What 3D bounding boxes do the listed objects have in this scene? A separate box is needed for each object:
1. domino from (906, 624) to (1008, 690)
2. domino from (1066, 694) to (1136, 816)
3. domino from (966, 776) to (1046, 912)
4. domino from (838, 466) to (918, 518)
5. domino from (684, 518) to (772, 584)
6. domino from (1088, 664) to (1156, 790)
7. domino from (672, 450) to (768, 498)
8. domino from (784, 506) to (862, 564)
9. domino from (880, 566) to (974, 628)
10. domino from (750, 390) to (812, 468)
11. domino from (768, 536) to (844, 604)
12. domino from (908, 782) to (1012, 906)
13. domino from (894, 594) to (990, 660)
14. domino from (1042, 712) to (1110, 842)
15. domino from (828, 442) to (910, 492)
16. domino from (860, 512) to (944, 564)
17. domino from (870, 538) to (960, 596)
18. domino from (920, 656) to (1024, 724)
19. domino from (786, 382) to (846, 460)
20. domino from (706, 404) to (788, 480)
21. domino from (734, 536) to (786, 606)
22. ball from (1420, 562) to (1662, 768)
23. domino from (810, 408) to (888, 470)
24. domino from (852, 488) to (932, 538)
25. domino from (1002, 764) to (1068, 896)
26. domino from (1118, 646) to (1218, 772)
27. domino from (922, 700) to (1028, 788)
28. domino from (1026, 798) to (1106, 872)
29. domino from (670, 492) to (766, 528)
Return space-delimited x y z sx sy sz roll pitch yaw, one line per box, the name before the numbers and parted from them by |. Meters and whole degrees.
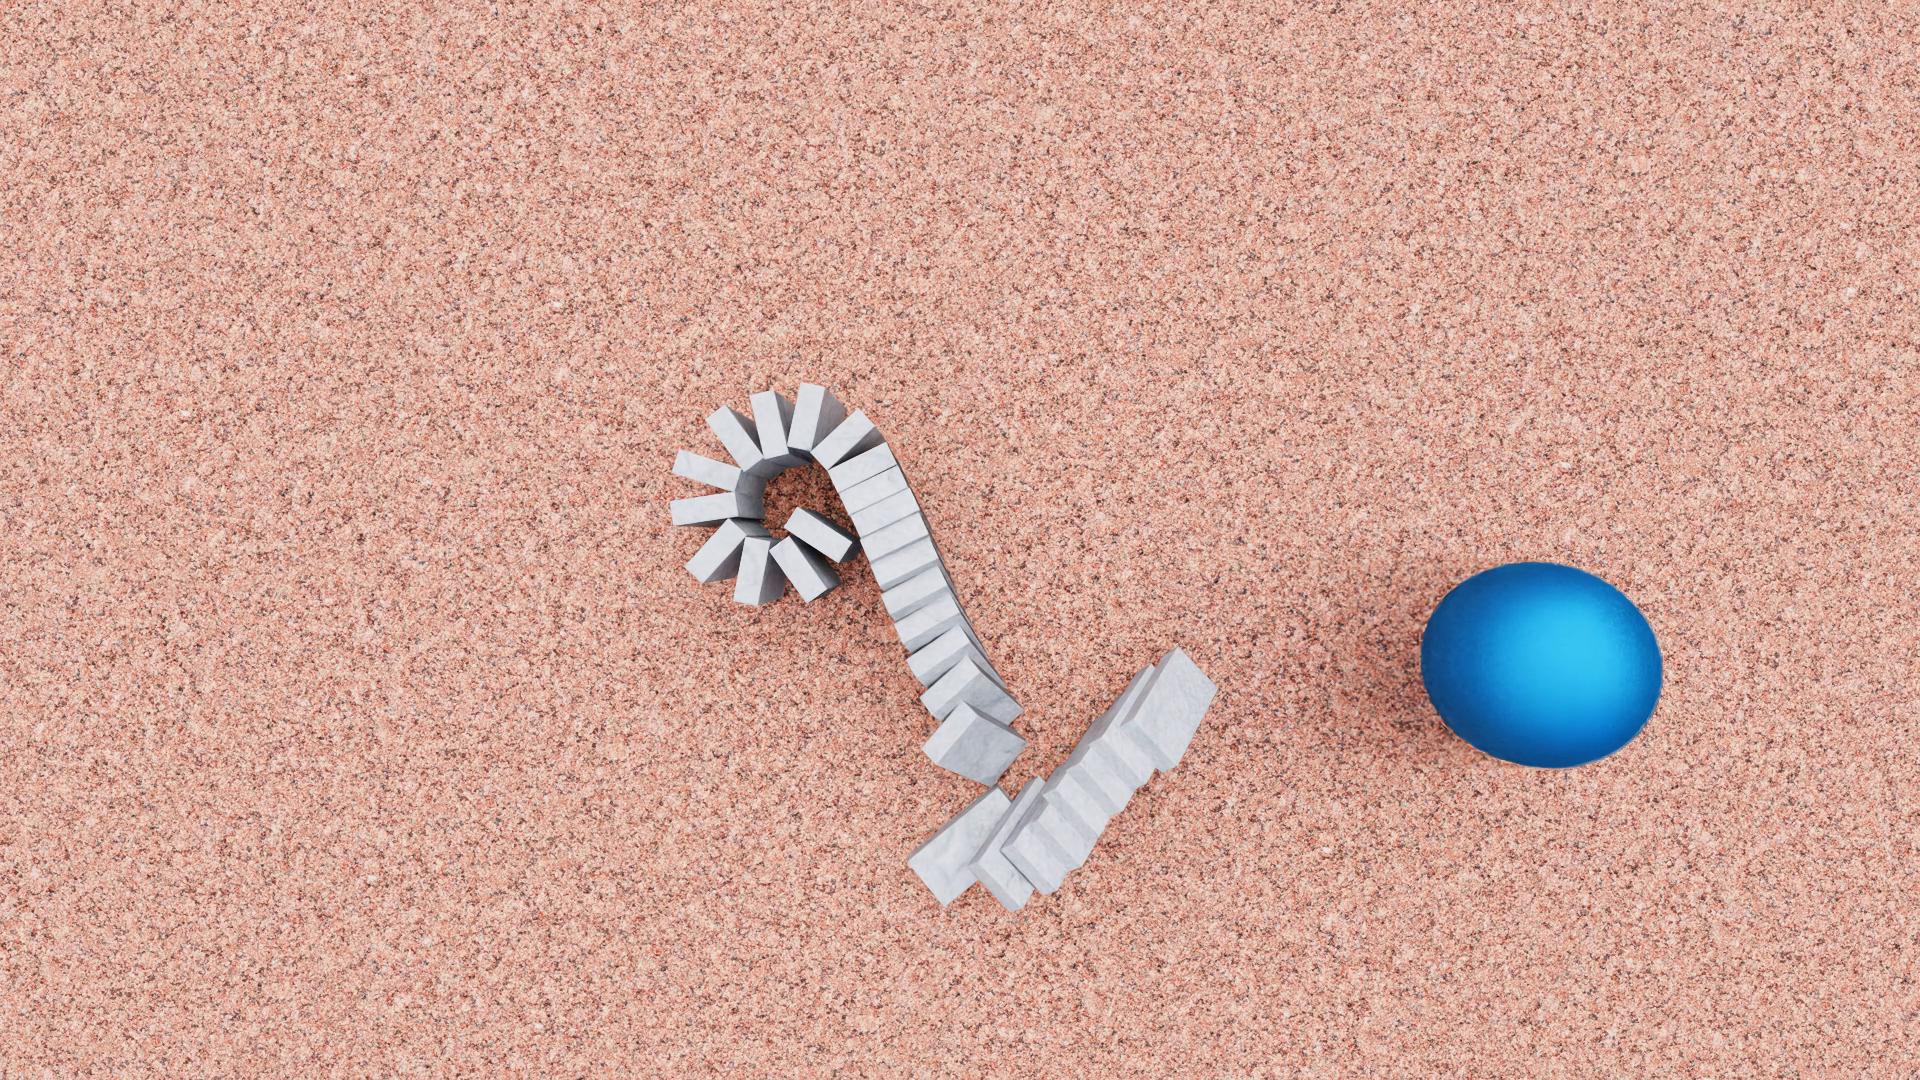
domino | 0.000 0.055 0.377 0.025 0.050 0.009 -34 54 0
domino | 0.066 0.087 0.379 0.025 0.009 0.050 48 45 1
domino | 0.027 0.125 0.380 0.025 0.010 0.050 47 47 0
domino | -0.031 -0.015 0.375 0.025 0.050 0.010 -25 80 0
domino | -0.093 0.004 0.375 0.009 0.050 0.025 42 90 0
domino | 0.075 0.076 0.379 0.025 0.009 0.050 47 45 1
domino | -0.097 -0.027 0.375 0.025 0.050 0.009 17 90 0
domino | -0.054 -0.002 0.375 0.025 0.050 0.010 33 90 0
domino | -0.012 0.030 0.376 0.025 0.050 0.010 -27 62 0
domino | -0.072 -0.044 0.375 0.009 0.050 0.025 -13 90 2
domino | -0.062 0.011 0.375 0.009 0.050 0.025 -36 90 0
domino | 0.005 0.131 0.395 0.050 0.009 0.025 -39 90 0
domino | -0.007 0.042 0.376 0.025 0.050 0.009 -29 57 0
domino | 0.057 0.097 0.379 0.025 0.010 0.050 47 45 1
domino | -0.036 -0.026 0.375 0.025 0.050 0.009 -26 85 0
domino | -0.022 0.005 0.375 0.025 0.050 0.010 -25 74 0
domino | -0.017 0.017 0.375 0.025 0.050 0.010 -25 68 0
domino | 0.006 0.068 0.377 0.025 0.050 0.009 -42 53 0
domino | -0.058 -0.047 0.375 0.009 0.050 0.025 12 89 3
domino | -0.086 -0.039 0.375 0.009 0.050 0.025 -37 90 0
domino | -0.080 0.012 0.375 0.010 0.050 0.025 11 90 0
ball | 0.225 0.049 0.360 0.080 0.080 0.080 0 90 0
domino | -0.044 -0.038 0.375 0.025 0.050 0.009 -43 87 0
domino | -0.027 -0.006 0.375 0.025 0.050 0.010 -25 79 0
domino | 0.040 0.118 0.379 0.025 0.009 0.050 47 45 0
domino | 0.087 0.069 0.379 0.025 0.010 0.050 46 45 0
domino | 0.007 0.085 0.377 0.025 0.050 0.009 -49 53 0
domino | 0.050 0.109 0.379 0.025 0.010 0.050 47 45 0
domino | -0.098 -0.012 0.375 0.025 0.050 0.009 -8 90 0
